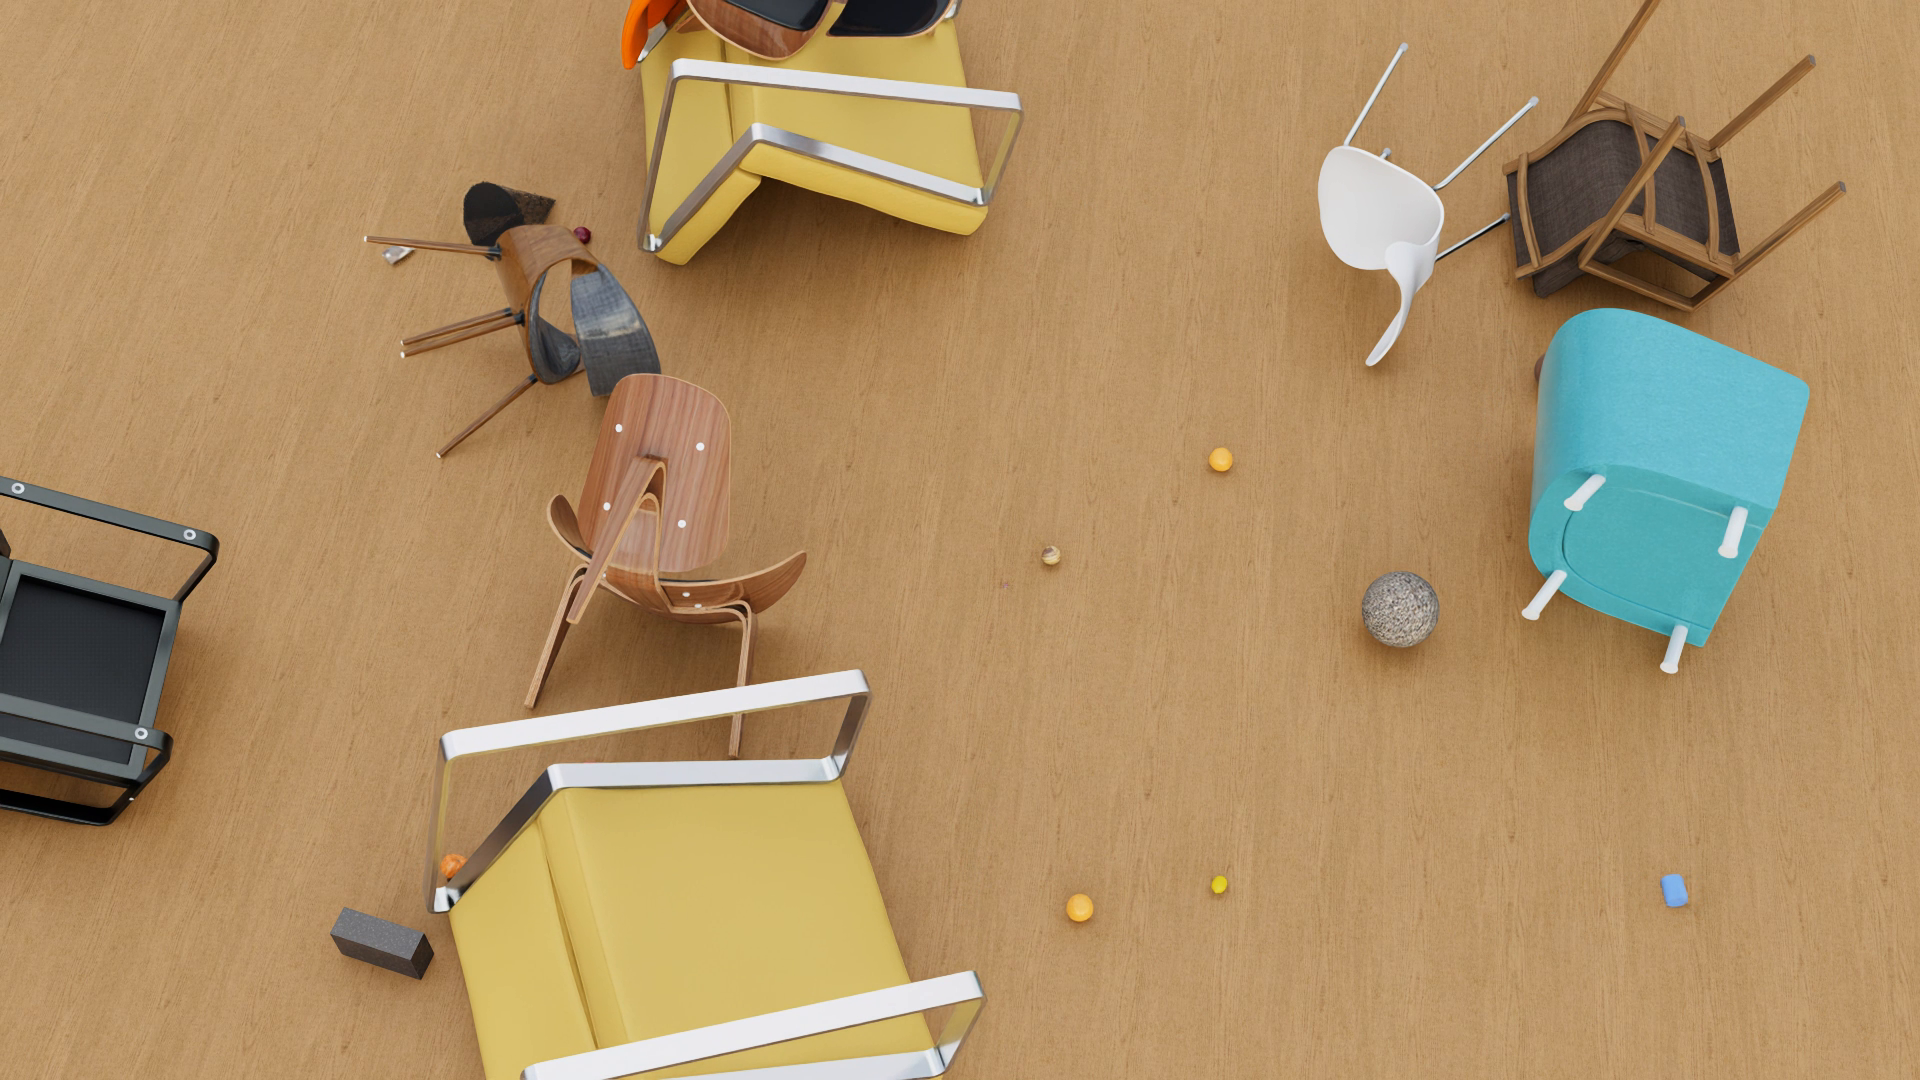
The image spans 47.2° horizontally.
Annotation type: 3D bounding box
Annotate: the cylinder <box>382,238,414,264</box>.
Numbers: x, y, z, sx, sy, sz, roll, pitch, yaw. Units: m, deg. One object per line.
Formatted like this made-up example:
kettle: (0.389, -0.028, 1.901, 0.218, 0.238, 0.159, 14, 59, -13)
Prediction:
cylinder: (-1.835, -0.945, 7.188, 0.060, 0.034, 0.092, 36, 68, 27)

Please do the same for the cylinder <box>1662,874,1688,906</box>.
cylinder: (1.921, 0.942, 5.910, 0.056, 0.053, 0.069, -17, 54, 18)

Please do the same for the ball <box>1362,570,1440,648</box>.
ball: (1.264, 0.199, 6.308, 0.220, 0.220, 0.220, 0, 56, 0)

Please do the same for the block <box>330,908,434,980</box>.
block: (-1.518, 1.061, 5.780, 0.232, 0.135, 0.080, 16, 58, 10)

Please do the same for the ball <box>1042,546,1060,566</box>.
ball: (0.270, 0.046, 6.509, 0.057, 0.057, 0.057, 0, 56, 0)

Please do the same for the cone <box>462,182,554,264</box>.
cone: (-1.427, -1.080, 7.224, 0.273, 0.271, 0.297, 12, 29, 30)

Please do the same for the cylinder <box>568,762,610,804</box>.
cylinder: (-1.024, 0.671, 6.075, 0.072, 0.080, 0.089, 31, 71, 19)
